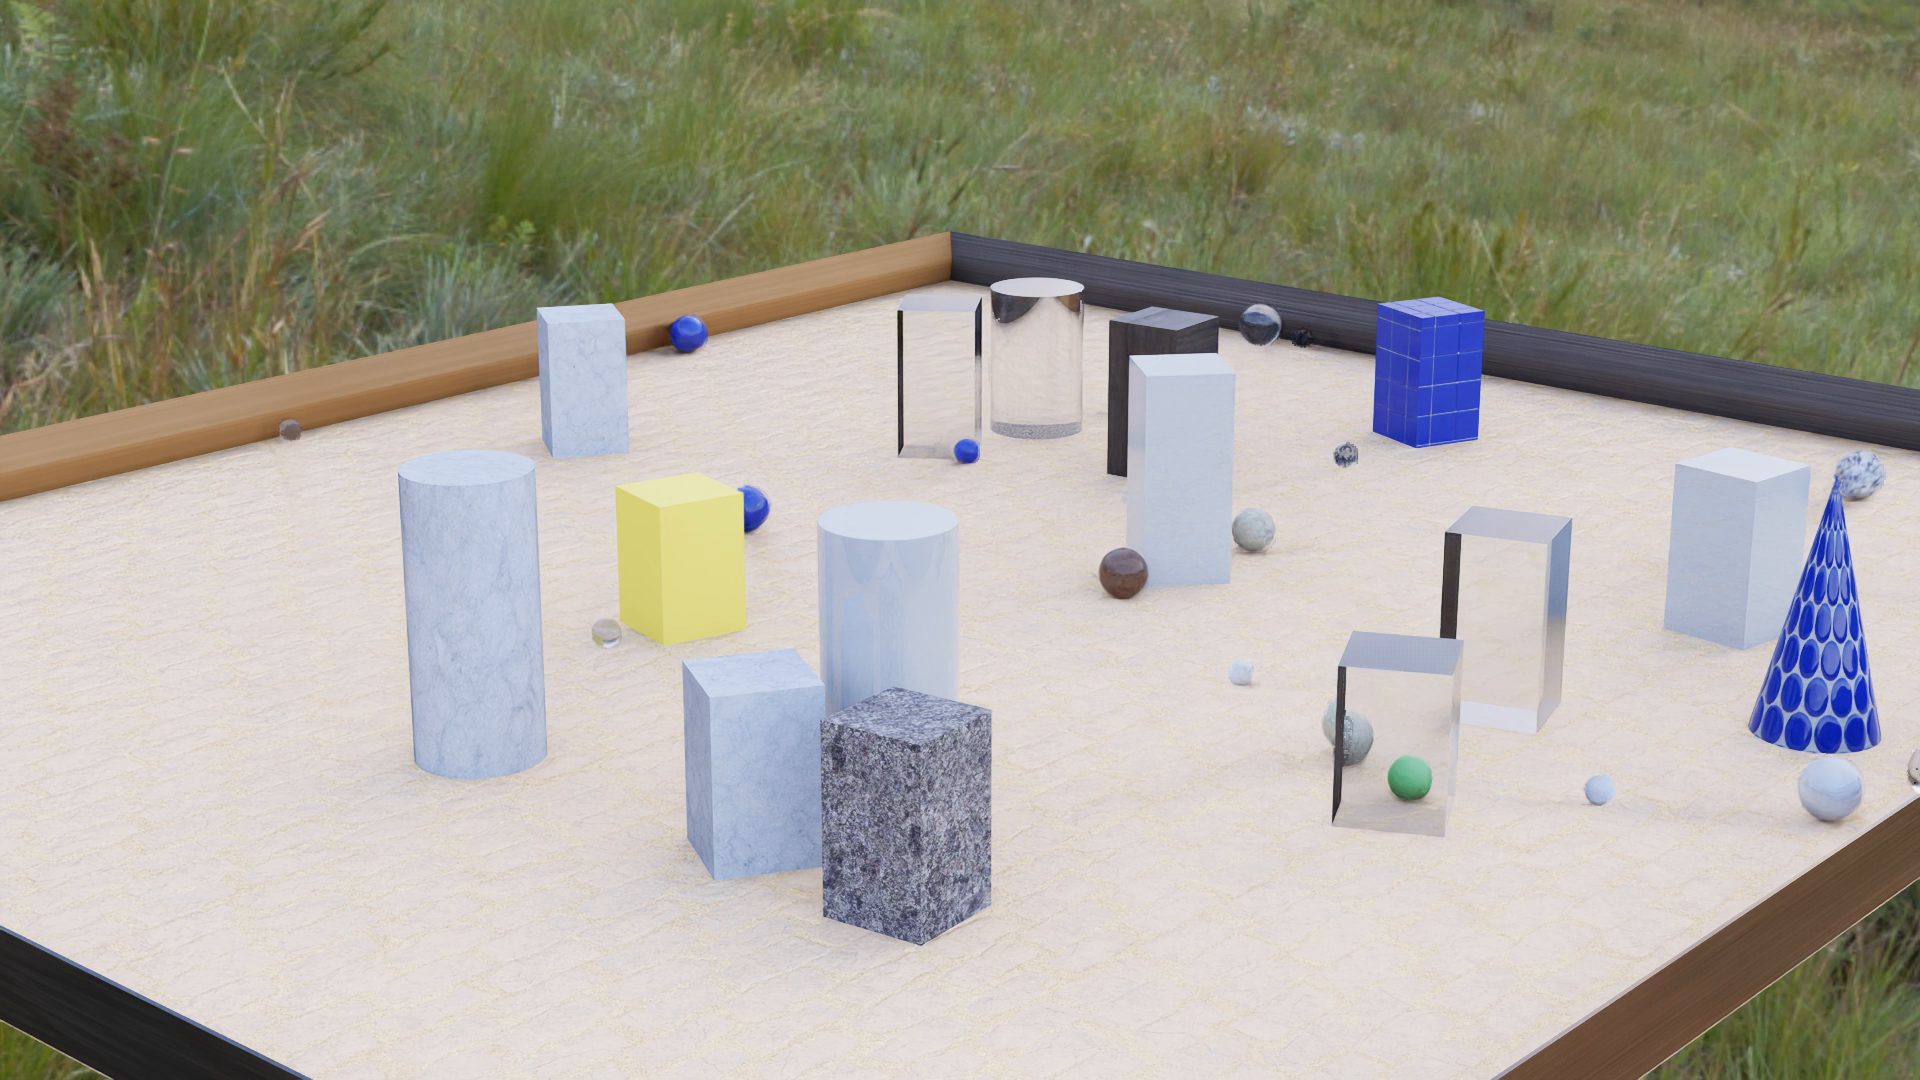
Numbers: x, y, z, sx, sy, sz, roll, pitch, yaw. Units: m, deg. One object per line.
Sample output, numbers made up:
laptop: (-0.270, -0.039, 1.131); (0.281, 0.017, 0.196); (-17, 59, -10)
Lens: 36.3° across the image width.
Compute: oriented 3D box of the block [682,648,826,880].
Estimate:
block: (-0.280, 0.304, 3.992); (0.158, 0.261, 0.158); (-6, 18, -18)

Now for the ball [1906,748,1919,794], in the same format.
ball: (1.401, 0.333, 4.206); (0.082, 0.082, 0.082); (0, 17, 0)

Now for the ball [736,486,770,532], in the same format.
ball: (-0.399, -0.059, 5.501); (0.084, 0.084, 0.084); (0, 17, 0)

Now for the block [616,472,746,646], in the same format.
block: (-0.470, 0.030, 4.938); (0.158, 0.239, 0.158); (-11, 20, -32)

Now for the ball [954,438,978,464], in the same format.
ball: (0.012, -0.181, 5.964); (0.051, 0.051, 0.051); (0, 17, 0)

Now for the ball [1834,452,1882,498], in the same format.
ball: (1.751, -0.126, 5.714); (0.090, 0.090, 0.090); (0, 17, 0)

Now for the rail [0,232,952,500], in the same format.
rail: (-1.336, -0.303, 6.231); (0.045, 0.128, 4.052); (14, 22, 39)

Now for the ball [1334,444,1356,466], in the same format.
ball: (0.780, -0.171, 5.940); (0.045, 0.045, 0.045); (0, 17, 0)

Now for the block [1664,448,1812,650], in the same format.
block: (1.300, 0.013, 4.909); (0.158, 0.289, 0.158); (-14, 22, -40)

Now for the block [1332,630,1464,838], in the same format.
block: (0.618, 0.272, 4.136); (0.158, 0.239, 0.158); (4, 17, 14)

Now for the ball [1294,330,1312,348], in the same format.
ball: (0.814, -0.479, 6.970); (0.042, 0.042, 0.042); (0, 17, 0)

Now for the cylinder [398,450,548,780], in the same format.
cylinder: (-0.716, 0.108, 4.319); (0.197, 0.446, 0.197); (0, 17, 0)

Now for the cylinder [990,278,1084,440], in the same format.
cylinder: (0.162, -0.385, 6.202); (0.197, 0.305, 0.197); (0, 17, 0)

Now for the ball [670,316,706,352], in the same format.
ball: (-0.641, -0.486, 6.914); (0.086, 0.086, 0.086); (0, 17, 0)

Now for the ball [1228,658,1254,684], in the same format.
ball: (0.450, 0.210, 4.684); (0.041, 0.041, 0.041); (0, 17, 0)

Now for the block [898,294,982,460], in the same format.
block: (-0.041, -0.337, 6.033); (0.158, 0.309, 0.158); (2, 17, 5)

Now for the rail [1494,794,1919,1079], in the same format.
rail: (1.336, 0.367, 4.009); (0.045, 0.128, 4.052); (14, 22, 39)

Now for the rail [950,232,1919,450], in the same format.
rail: (1.313, -0.404, 6.567); (3.587, 0.128, 0.045); (14, 22, 39)

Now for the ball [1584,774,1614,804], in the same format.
ball: (0.915, 0.357, 4.194); (0.042, 0.042, 0.042); (0, 17, 0)

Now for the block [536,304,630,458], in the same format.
block: (-0.780, -0.330, 6.061); (0.158, 0.281, 0.158); (-5, 17, -15)

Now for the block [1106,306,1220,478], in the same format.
block: (0.405, -0.289, 5.865); (0.158, 0.315, 0.158); (12, 20, 34)

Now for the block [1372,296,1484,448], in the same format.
block: (0.980, -0.352, 6.143); (0.158, 0.276, 0.158); (-8, 19, -26)

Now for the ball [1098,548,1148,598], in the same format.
ball: (0.285, 0.057, 5.111); (0.088, 0.088, 0.088); (0, 17, 0)

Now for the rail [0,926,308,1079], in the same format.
rail: (-1.313, 0.468, 3.672); (3.587, 0.128, 0.045); (14, 22, 39)

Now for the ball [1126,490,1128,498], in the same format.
ball: (0.352, -0.083, 5.603); (0.070, 0.070, 0.070); (0, 17, 0)

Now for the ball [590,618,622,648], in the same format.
ball: (-0.586, 0.153, 4.856); (0.051, 0.051, 0.051); (0, 17, 0)

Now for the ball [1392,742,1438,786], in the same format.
ball: (0.660, 0.325, 4.261); (0.065, 0.065, 0.065); (0, 17, 0)

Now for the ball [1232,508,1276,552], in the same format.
ball: (0.538, -0.019, 5.377); (0.080, 0.080, 0.080); (0, 17, 0)

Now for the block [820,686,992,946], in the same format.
block: (-0.069, 0.355, 3.802); (0.158, 0.273, 0.158); (11, 20, 33)

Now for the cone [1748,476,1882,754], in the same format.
cone: (1.307, 0.097, 4.425); (0.197, 0.407, 0.197); (0, 17, 0)

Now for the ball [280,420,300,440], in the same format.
ball: (-1.403, -0.230, 6.137); (0.044, 0.044, 0.044); (0, 17, 0)

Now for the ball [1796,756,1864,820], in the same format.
ball: (1.226, 0.350, 4.133); (0.090, 0.090, 0.090); (0, 17, 0)

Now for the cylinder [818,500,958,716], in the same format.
cylinder: (-0.100, 0.174, 4.140); (0.197, 0.423, 0.197); (0, 17, 0)

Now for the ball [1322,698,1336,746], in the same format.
ball: (0.585, 0.274, 4.395); (0.085, 0.085, 0.085); (0, 17, 0)

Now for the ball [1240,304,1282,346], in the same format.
ball: (0.715, -0.512, 6.979); (0.098, 0.098, 0.098); (0, 17, 0)

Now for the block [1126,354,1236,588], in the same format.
block: (0.390, -0.125, 5.204); (0.158, 0.382, 0.158); (-2, 17, -7)

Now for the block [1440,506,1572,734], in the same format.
block: (0.839, 0.121, 4.525); (0.158, 0.302, 0.158); (8, 18, 24)
